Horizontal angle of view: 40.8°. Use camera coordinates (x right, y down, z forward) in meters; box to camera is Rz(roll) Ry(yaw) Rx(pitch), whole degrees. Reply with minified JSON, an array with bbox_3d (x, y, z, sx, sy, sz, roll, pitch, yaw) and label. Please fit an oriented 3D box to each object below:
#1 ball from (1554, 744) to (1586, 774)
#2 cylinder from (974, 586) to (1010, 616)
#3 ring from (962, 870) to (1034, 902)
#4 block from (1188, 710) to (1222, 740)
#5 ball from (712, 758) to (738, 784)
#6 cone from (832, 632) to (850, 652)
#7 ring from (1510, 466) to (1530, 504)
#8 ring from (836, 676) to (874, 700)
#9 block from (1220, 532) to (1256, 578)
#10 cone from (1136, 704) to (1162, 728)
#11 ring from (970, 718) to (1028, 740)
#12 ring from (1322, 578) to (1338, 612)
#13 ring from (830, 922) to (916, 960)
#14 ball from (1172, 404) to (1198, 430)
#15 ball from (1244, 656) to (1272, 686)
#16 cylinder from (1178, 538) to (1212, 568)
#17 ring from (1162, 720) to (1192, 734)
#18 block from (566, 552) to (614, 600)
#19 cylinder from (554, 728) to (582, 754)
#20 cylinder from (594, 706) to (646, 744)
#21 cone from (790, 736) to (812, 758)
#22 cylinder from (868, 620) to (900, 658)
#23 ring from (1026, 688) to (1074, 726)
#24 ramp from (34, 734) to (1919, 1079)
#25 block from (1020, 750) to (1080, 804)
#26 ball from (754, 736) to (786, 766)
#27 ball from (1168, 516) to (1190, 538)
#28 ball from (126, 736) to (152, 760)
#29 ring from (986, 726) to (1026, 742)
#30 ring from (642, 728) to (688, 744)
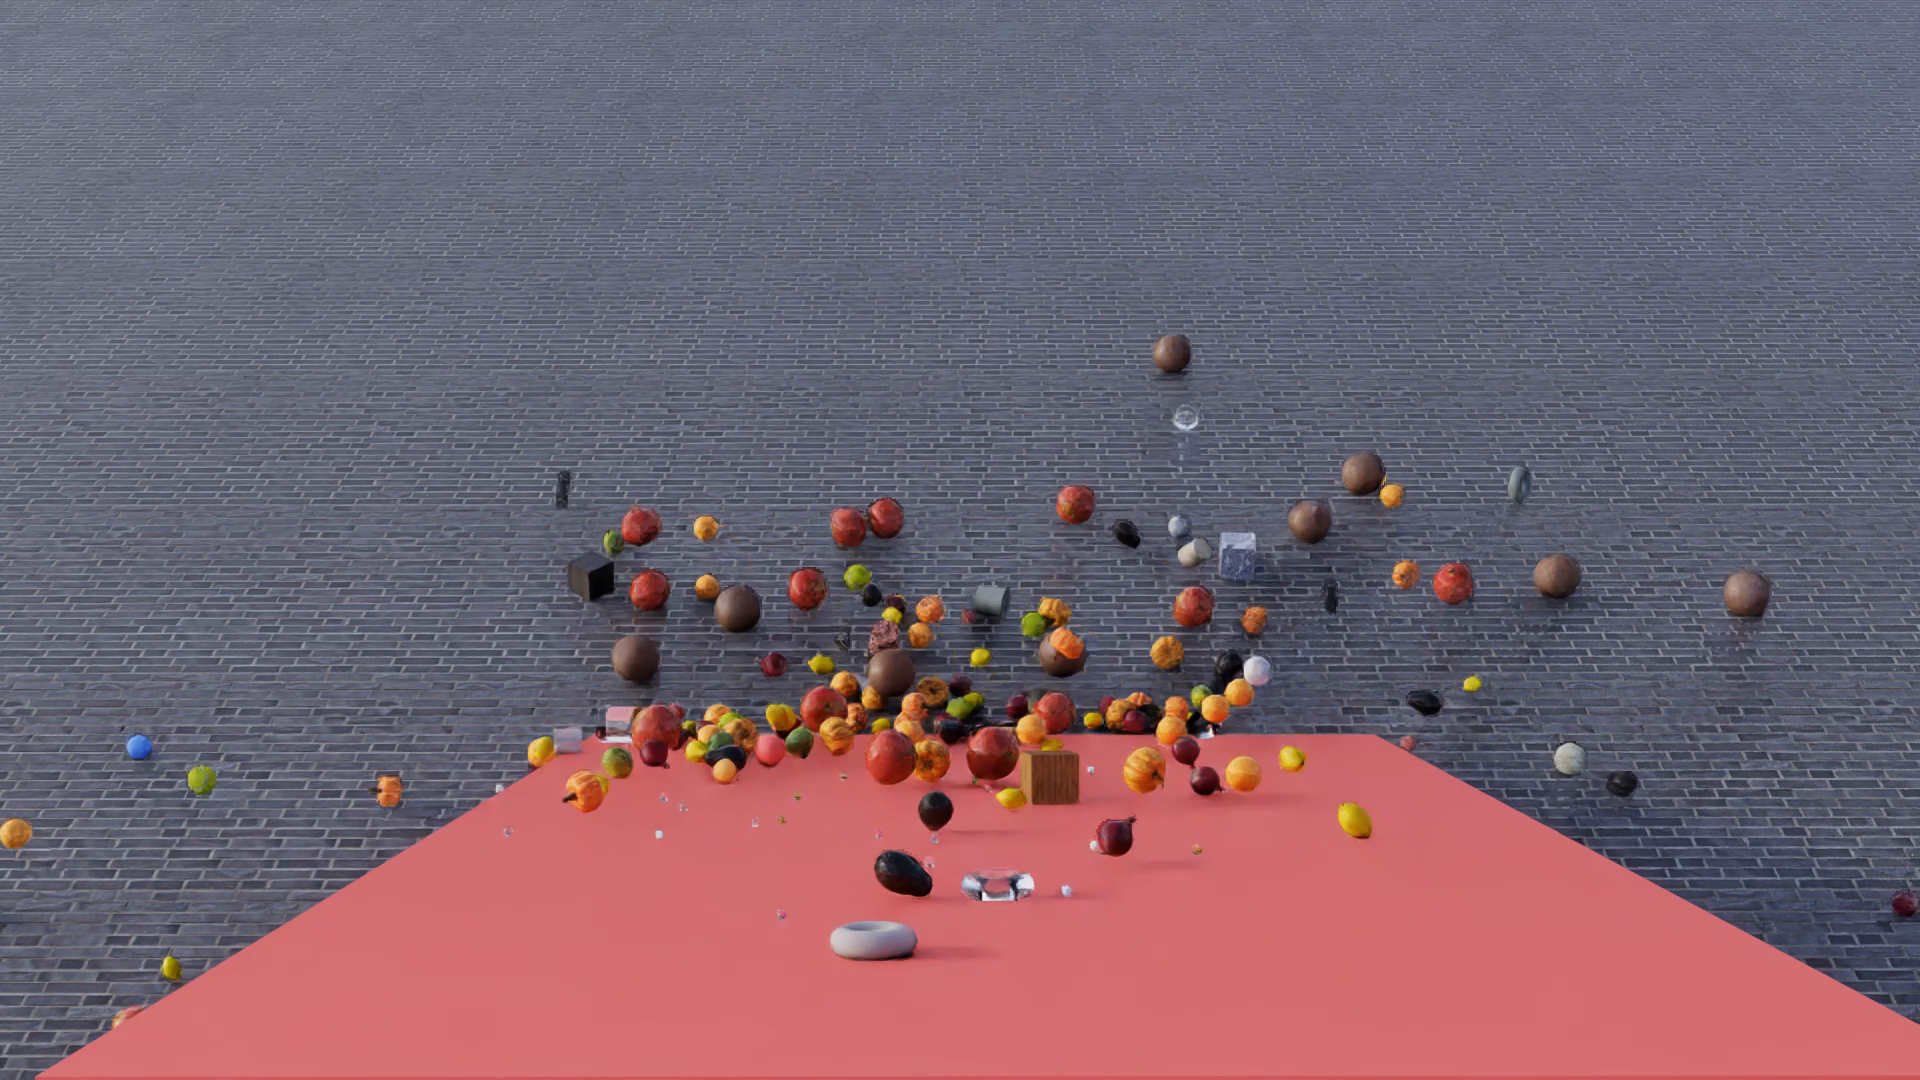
[{"bbox_3d":[1.558,0.559,6.599,0.081,0.081,0.081,0,28,0],"label":"ball"},{"bbox_3d":[0.090,0.173,7.321,0.078,0.078,0.078,8,29,15],"label":"cylinder"},{"bbox_3d":[0.056,0.511,3.824,0.108,0.036,0.108,-1,1,0],"label":"ring"},{"bbox_3d":[0.613,0.462,6.476,0.052,0.052,0.052,0,45,-42],"label":"block"},{"bbox_3d":[-0.493,0.486,5.429,0.051,0.051,0.051,0,28,0],"label":"ball"},{"bbox_3d":[-0.314,0.270,7.094,0.053,0.053,0.053,18,59,30],"label":"cone"},{"bbox_3d":[1.705,-0.167,7.874,0.038,0.114,0.114,3,26,32],"label":"ring"},{"bbox_3d":[-0.280,0.398,6.949,0.103,0.034,0.103,0,27,0],"label":"ring"},{"bbox_3d":[0.810,0.045,7.541,0.098,0.098,0.098,2,28,3],"label":"block"},{"bbox_3d":[0.490,0.476,6.759,0.071,0.071,0.071,6,23,10],"label":"cone"},{"bbox_3d":[0.099,0.475,6.469,0.147,0.049,0.147,-1,-1,0],"label":"ring"},{"bbox_3d":[1.041,0.155,7.282,0.033,0.098,0.098,-7,28,2],"label":"ring"},{"bbox_3d":[-0.111,0.516,3.327,0.112,0.037,0.112,-1,2,0],"label":"ring"},{"bbox_3d":[0.732,-0.397,8.380,0.084,0.084,0.084,0,28,0],"label":"ball"},{"bbox_3d":[0.683,0.301,5.929,0.067,0.067,0.067,0,28,0],"label":"ball"},{"bbox_3d":[0.680,0.039,7.484,0.069,0.069,0.069,-34,0,44],"label":"cylinder"},{"bbox_3d":[0.569,0.483,6.683,0.098,0.033,0.098,0,0,0],"label":"ring"},{"bbox_3d":[-1.062,0.104,7.437,0.093,0.093,0.093,23,36,37],"label":"block"},{"bbox_3d":[-0.927,0.474,6.107,0.061,0.061,0.061,-1,28,-12],"label":"cylinder"},{"bbox_3d":[-0.835,0.455,6.359,0.093,0.093,0.093,0,27,20],"label":"cylinder"},{"bbox_3d":[-0.365,0.493,5.997,0.053,0.053,0.053,-7,29,-12],"label":"cone"},{"bbox_3d":[-0.208,0.272,7.095,0.077,0.077,0.077,5,55,-7],"label":"cylinder"},{"bbox_3d":[0.236,0.443,6.832,0.135,0.045,0.135,17,29,-10],"label":"ring"},{"bbox_3d":[0.063,0.570,4.611,2.000,0.100,4.000,0,1,0],"label":"ramp"},{"bbox_3d":[0.177,0.467,5.094,0.096,0.096,0.096,0,1,-11],"label":"block"},{"bbox_3d":[-0.427,0.472,5.793,0.070,0.070,0.070,0,28,0],"label":"ball"},{"bbox_3d":[0.656,-0.040,7.732,0.067,0.067,0.067,0,28,0],"label":"ball"},{"bbox_3d":[-2.118,0.535,6.664,0.062,0.062,0.062,0,28,0],"label":"ball"},{"bbox_3d":[0.113,0.478,6.352,0.098,0.033,0.098,0,-13,0],"label":"ring"},{"bbox_3d":[-0.725,0.482,6.359,0.115,0.038,0.115,1,-1,0],"label":"ring"}]
